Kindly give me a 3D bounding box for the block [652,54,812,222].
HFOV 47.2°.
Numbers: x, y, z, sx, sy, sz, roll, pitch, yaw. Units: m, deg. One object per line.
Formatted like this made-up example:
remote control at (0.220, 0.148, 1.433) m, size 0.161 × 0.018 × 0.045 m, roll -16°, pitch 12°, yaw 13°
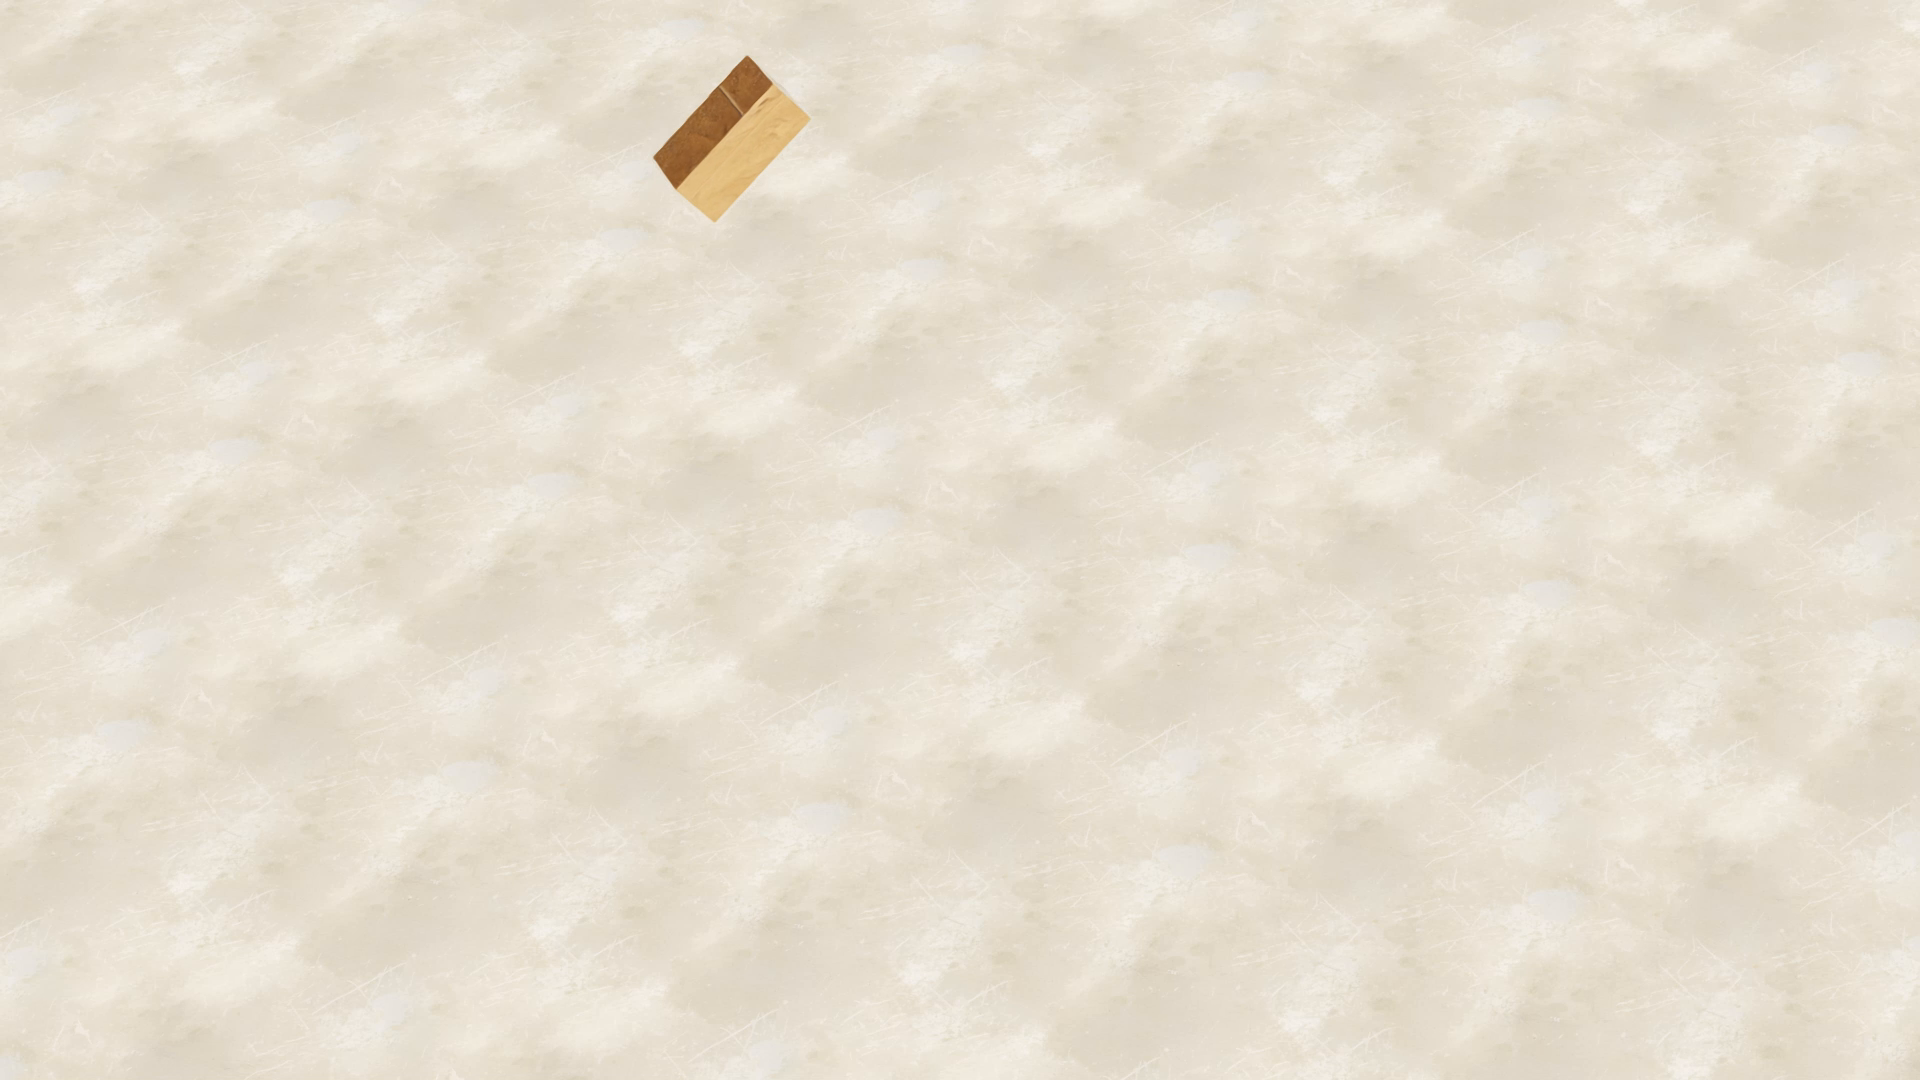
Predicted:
block at (-0.497, -0.872, 4.773) m, size 0.306 × 0.120 × 0.198 m, roll -46°, pitch 37°, yaw 8°
